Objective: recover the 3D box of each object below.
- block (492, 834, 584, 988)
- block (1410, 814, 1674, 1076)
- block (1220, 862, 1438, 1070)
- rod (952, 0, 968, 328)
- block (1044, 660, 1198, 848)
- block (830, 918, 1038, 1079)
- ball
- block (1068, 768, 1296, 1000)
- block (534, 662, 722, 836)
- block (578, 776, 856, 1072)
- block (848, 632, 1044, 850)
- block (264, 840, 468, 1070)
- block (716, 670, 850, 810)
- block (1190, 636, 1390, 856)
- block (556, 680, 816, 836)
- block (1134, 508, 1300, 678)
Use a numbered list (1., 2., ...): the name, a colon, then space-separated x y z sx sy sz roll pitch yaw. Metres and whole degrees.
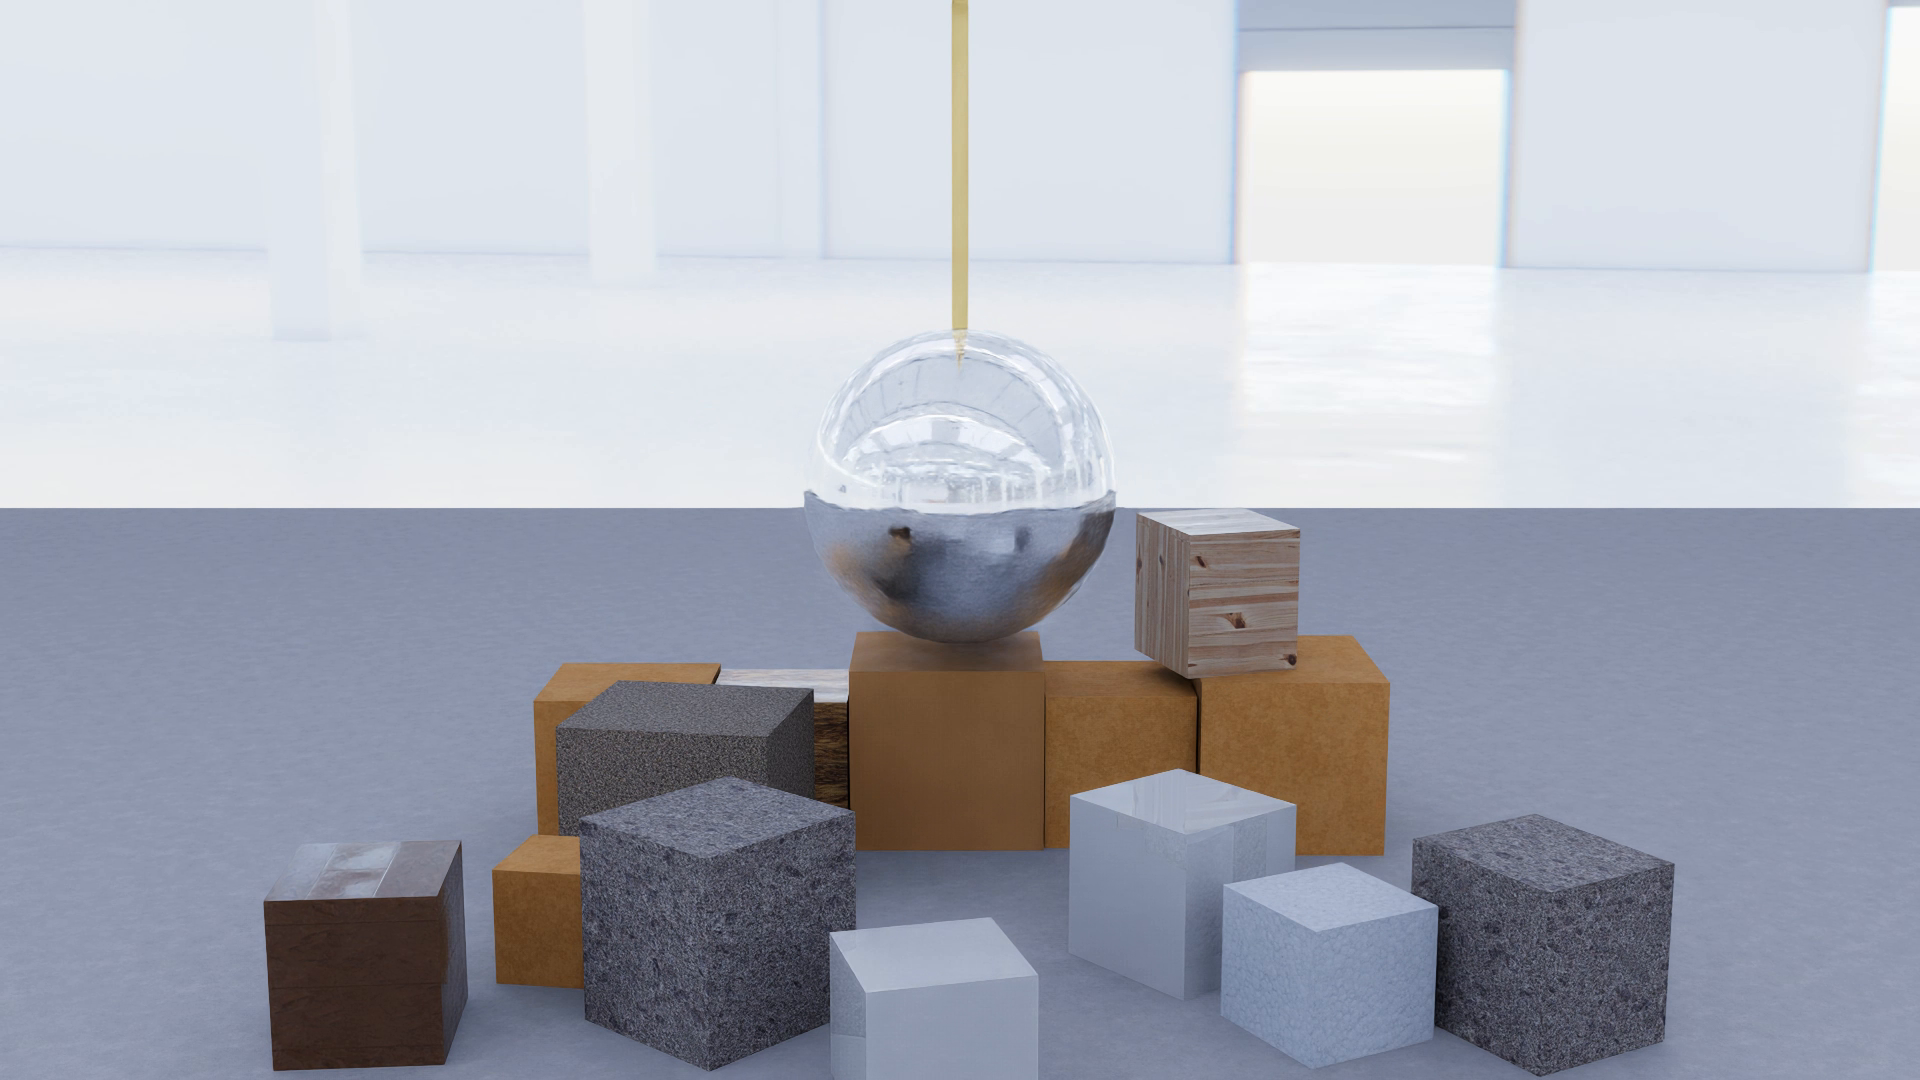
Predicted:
1. block: -1.631 1.590 9.420 0.577 0.501 0.483 2 10 9
2. block: 2.301 1.591 8.767 0.670 0.733 0.748 -6 12 -30
3. block: 1.466 1.682 8.771 0.596 0.553 0.606 -6 12 -28
4. rod: 0.000 -3.618 10.529 0.080 5.200 0.080 0 10 0
5. block: 0.800 1.095 11.364 0.753 0.780 0.780 0 10 0
6. block: -0.106 1.794 8.131 0.634 0.561 0.618 -3 11 -15
7. ball: 0.000 -0.275 11.145 1.600 1.600 1.600 0 10 0
8. block: 0.955 1.467 9.497 0.657 0.715 0.711 -8 13 -38
9. block: -1.694 1.102 11.370 0.838 0.763 0.806 0 10 1
10. block: -0.969 1.515 8.862 0.754 0.848 0.799 9 14 41
11. block: -0.065 1.023 11.363 0.967 0.922 0.881 0 10 0
12. block: -2.333 1.629 8.706 0.644 0.680 0.685 -1 10 -5
13. block: -0.913 1.113 11.365 0.697 0.744 0.693 0 10 0
14. block: 1.648 1.041 11.378 0.922 0.882 1.057 0 10 0
15. block: -1.273 1.218 10.407 0.988 0.880 0.897 2 10 10
16. block: 1.301 0.257 11.212 0.594 0.720 0.683 -3 11 -18
